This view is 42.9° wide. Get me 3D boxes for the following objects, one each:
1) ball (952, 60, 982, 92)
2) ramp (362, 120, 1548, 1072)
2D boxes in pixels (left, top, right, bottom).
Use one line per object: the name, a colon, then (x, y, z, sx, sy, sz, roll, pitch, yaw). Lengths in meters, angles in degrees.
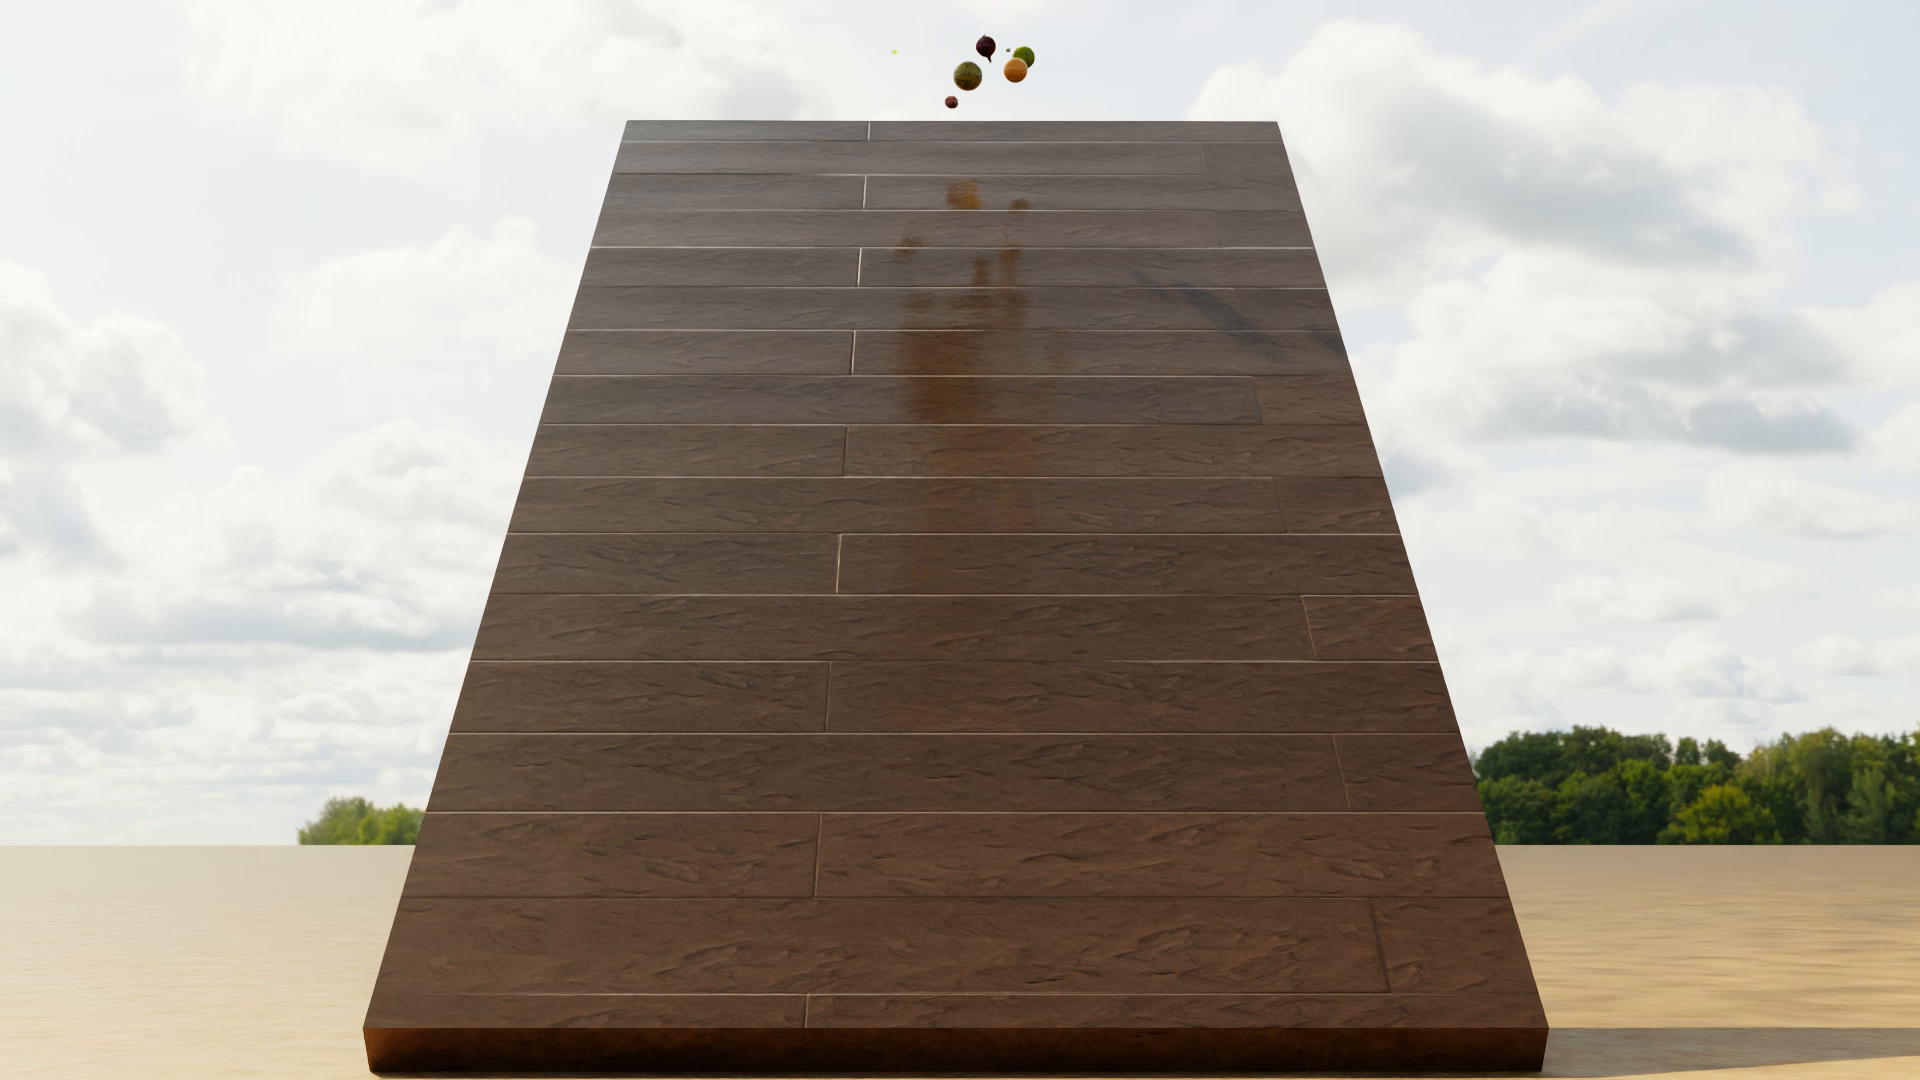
ball: (0.023, -1.393, 7.336, 0.091, 0.091, 0.091, 0, -7, 0)
ramp: (-0.015, -0.192, 5.843, 2.000, 0.100, 4.000, 0, 32, 0)
